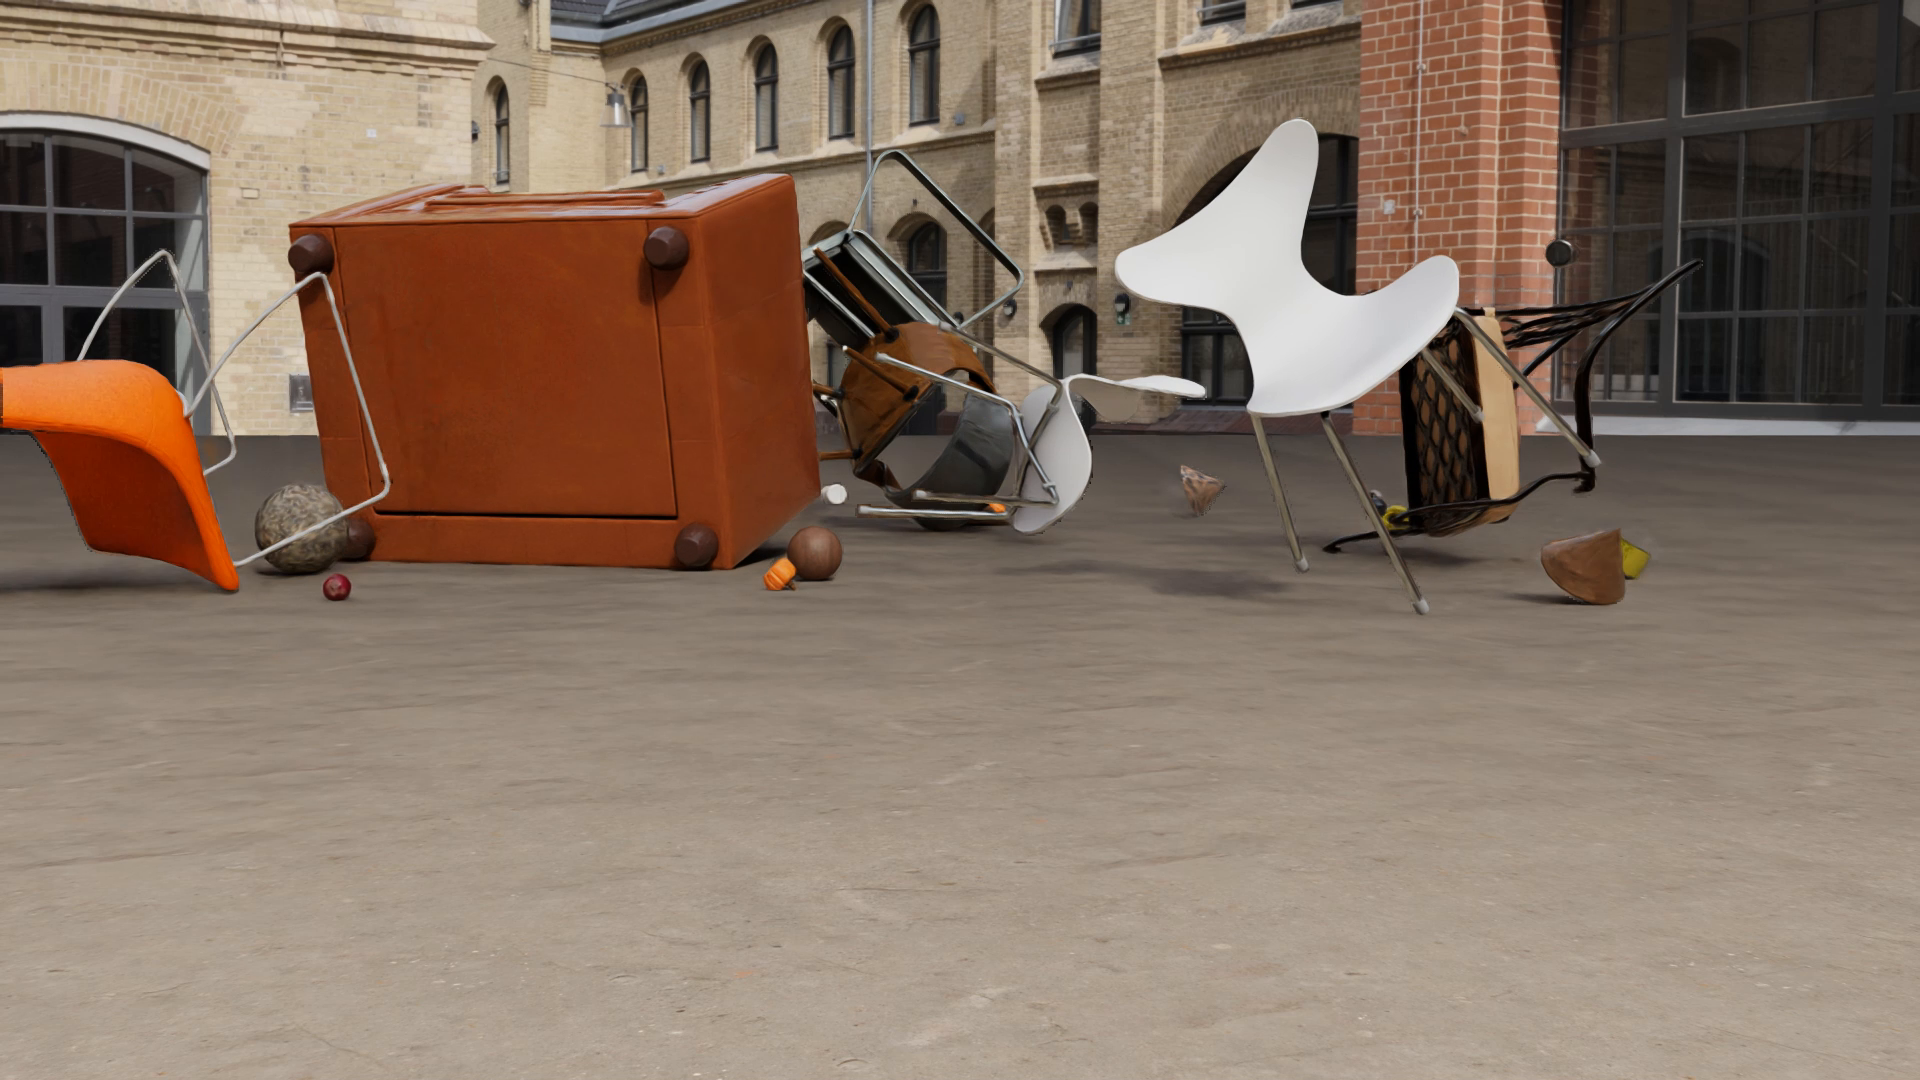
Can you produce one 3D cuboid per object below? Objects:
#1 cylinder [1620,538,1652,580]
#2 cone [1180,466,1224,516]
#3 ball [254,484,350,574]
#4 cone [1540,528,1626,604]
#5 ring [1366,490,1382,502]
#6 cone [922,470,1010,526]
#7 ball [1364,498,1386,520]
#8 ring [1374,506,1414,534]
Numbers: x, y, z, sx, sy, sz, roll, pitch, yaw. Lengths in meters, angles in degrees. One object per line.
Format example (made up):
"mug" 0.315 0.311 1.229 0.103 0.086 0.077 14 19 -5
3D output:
"cylinder" 1.573 0.041 5.191 0.094 0.065 0.105 33 12 25
"cone" 0.870 -0.185 7.696 0.124 0.145 0.232 -12 -42 22
"ball" -1.594 -0.027 5.325 0.220 0.220 0.220 0 4 0
"cone" 1.334 0.021 4.573 0.201 0.143 0.175 12 45 -15
"ring" 1.589 -0.162 8.447 0.033 0.066 0.072 -15 -5 -42
"cone" 0.047 -0.094 7.221 0.265 0.125 0.275 21 -40 -10
"ball" 1.277 -0.097 6.760 0.068 0.068 0.068 0 4 0
"ring" 1.343 -0.062 6.818 0.125 0.085 0.058 -12 -36 3
